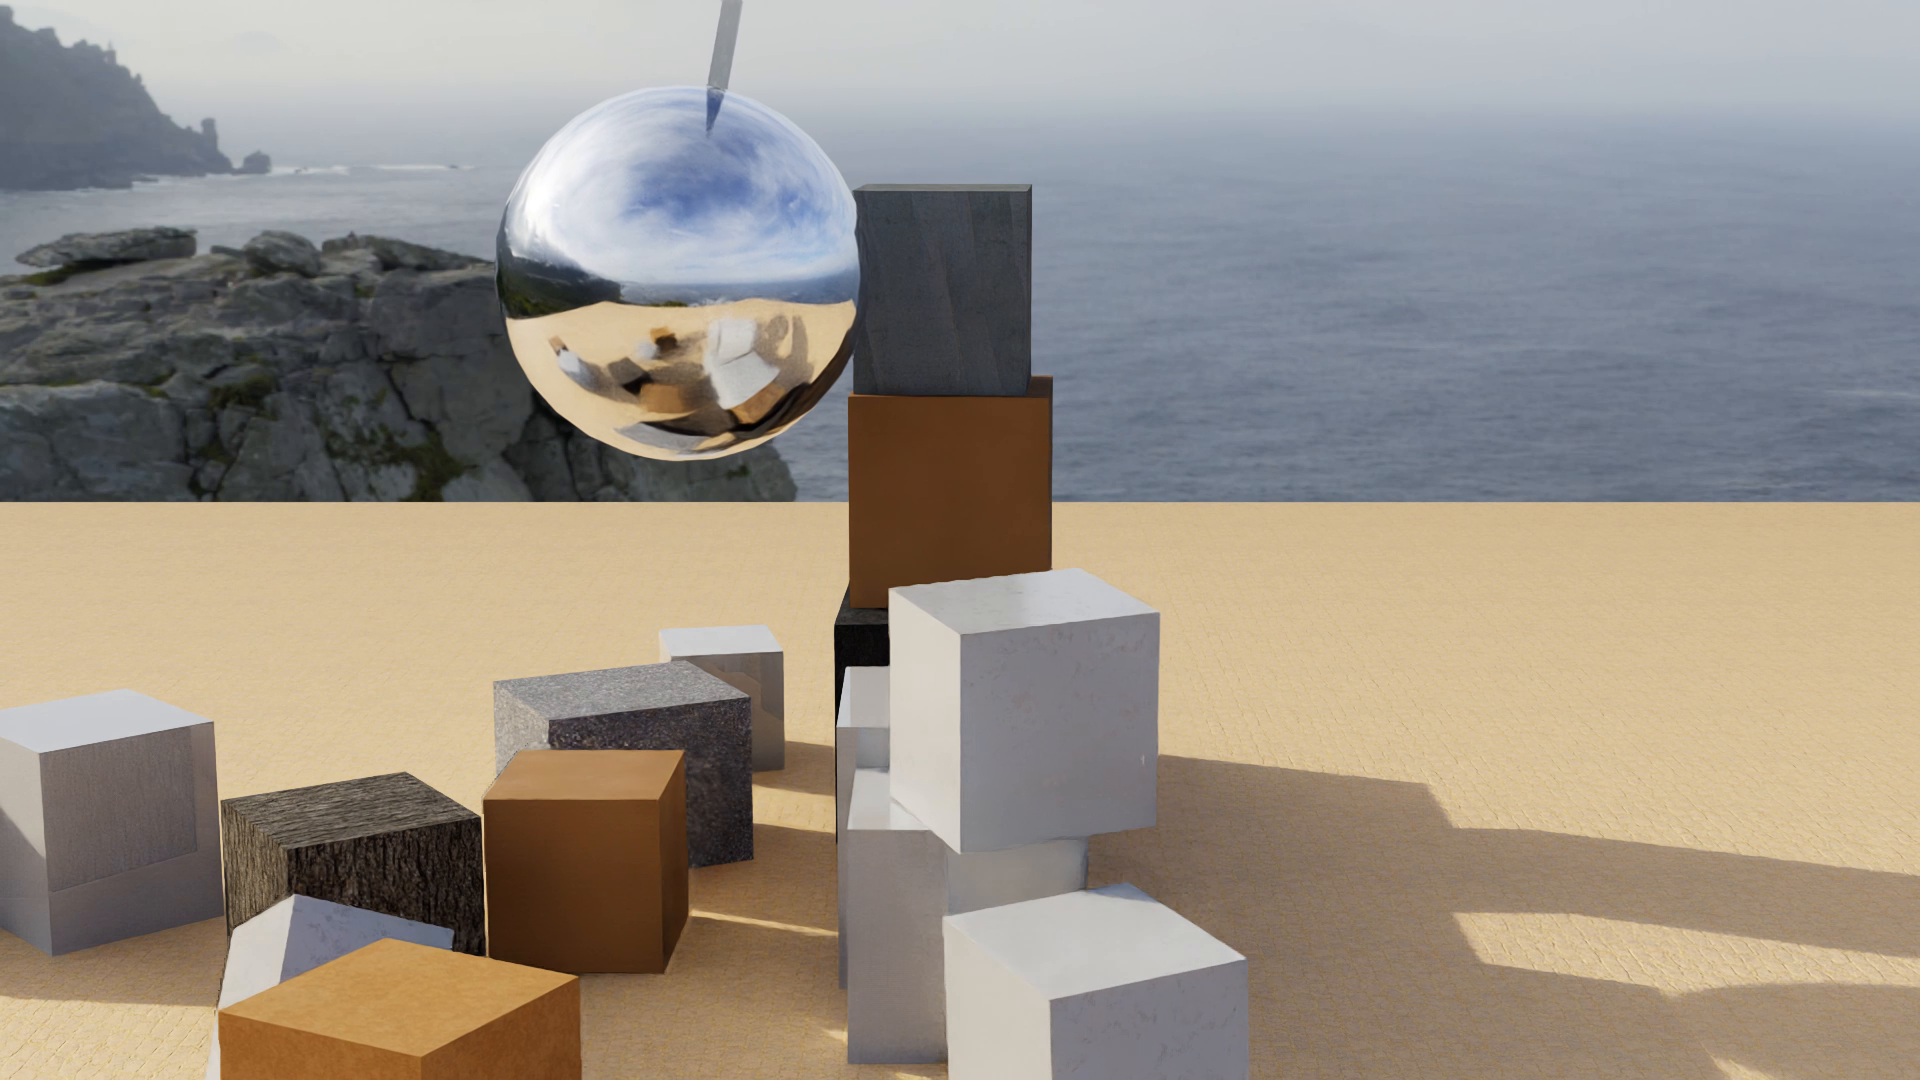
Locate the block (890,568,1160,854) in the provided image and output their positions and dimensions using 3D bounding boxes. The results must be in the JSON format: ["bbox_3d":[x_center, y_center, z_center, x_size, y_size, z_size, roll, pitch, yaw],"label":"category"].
[{"bbox_3d":[0.220,0.591,9.148,0.753,0.785,0.662,-6,15,-22],"label":"block"}]

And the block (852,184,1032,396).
[{"bbox_3d":[-0.073,-1.204,12.203,0.804,0.939,0.763,1,10,3],"label":"block"}]

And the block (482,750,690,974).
[{"bbox_3d":[-1.504,1.296,10.430,0.691,0.713,0.732,0,10,2],"label":"block"}]

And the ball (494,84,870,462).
[{"bbox_3d":[-1.183,-1.138,10.973,1.600,1.600,1.600,0,10,0],"label":"ball"}]

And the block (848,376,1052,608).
[{"bbox_3d":[-0.029,-0.248,12.361,0.927,0.997,0.904,1,10,3],"label":"block"}]

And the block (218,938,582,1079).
[{"bbox_3d":[-1.659,1.746,7.697,0.753,0.810,0.736,5,12,28],"label":"block"}]

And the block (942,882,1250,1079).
[{"bbox_3d":[0.434,1.641,8.316,0.690,0.748,0.803,-7,13,-23],"label":"block"}]

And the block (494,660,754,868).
[{"bbox_3d":[-1.539,1.047,11.691,0.941,0.757,0.812,-5,12,-27],"label":"block"}]

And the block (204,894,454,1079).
[{"bbox_3d":[-2.086,1.552,8.478,0.551,0.546,0.593,19,-28,-29],"label":"block"}]

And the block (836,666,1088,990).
[{"bbox_3d":[0.006,1.138,10.377,0.962,1.048,1.019,0,10,0],"label":"block"}]

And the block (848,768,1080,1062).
[{"bbox_3d":[0.008,1.375,9.504,0.819,0.873,0.760,0,11,0],"label":"block"}]

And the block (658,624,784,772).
[{"bbox_3d":[-1.239,0.822,13.302,0.568,0.623,0.650,-2,11,-12],"label":"block"}]

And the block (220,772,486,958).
[{"bbox_3d":[-2.324,1.390,9.828,0.750,0.749,0.766,-7,12,-33],"label":"block"}]

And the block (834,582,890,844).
[{"bbox_3d":[-0.020,0.808,12.232,1.080,1.034,0.988,0,10,2],"label":"block"}]

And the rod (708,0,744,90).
[{"bbox_3d":[-0.513,-4.417,10.377,0.080,5.200,0.080,11,10,-2],"label":"rod"}]

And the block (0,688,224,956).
[{"bbox_3d":[-3.655,1.164,10.795,0.752,0.846,0.797,-10,14,-42],"label":"block"}]
